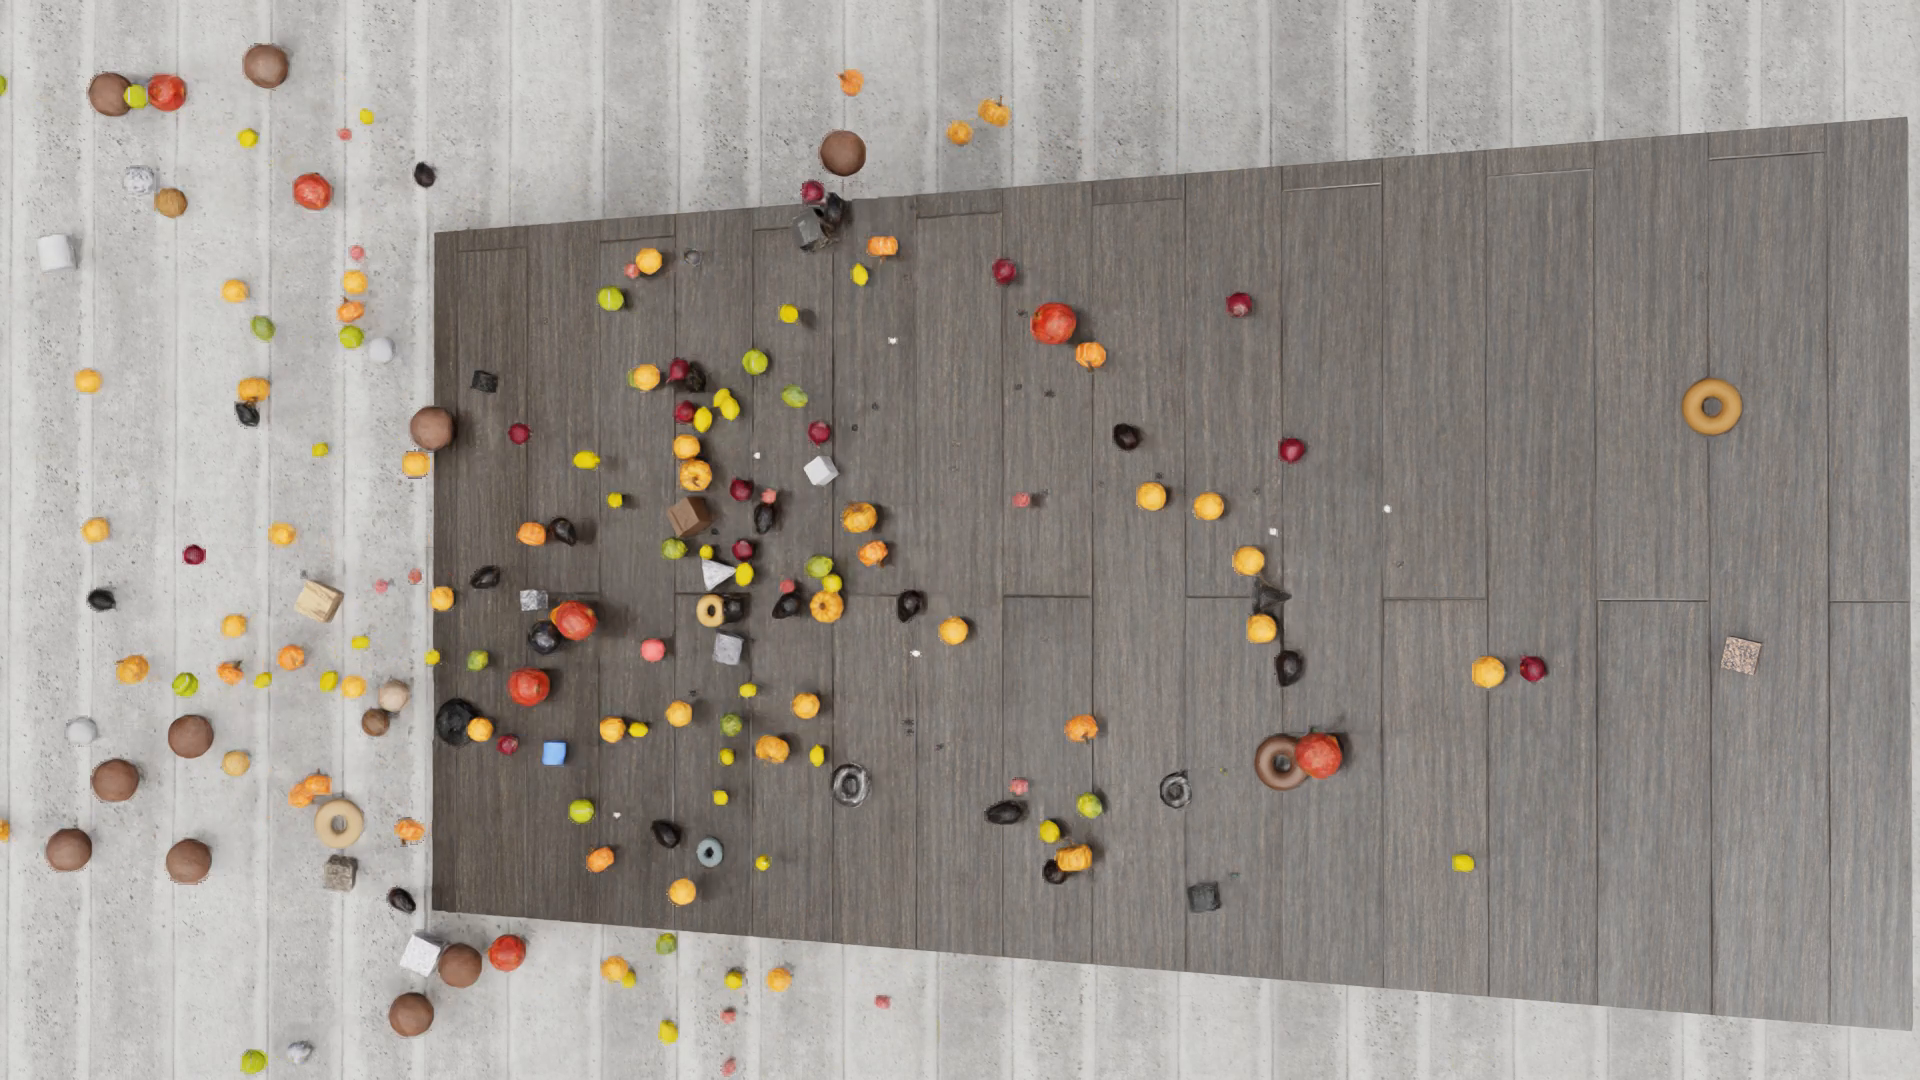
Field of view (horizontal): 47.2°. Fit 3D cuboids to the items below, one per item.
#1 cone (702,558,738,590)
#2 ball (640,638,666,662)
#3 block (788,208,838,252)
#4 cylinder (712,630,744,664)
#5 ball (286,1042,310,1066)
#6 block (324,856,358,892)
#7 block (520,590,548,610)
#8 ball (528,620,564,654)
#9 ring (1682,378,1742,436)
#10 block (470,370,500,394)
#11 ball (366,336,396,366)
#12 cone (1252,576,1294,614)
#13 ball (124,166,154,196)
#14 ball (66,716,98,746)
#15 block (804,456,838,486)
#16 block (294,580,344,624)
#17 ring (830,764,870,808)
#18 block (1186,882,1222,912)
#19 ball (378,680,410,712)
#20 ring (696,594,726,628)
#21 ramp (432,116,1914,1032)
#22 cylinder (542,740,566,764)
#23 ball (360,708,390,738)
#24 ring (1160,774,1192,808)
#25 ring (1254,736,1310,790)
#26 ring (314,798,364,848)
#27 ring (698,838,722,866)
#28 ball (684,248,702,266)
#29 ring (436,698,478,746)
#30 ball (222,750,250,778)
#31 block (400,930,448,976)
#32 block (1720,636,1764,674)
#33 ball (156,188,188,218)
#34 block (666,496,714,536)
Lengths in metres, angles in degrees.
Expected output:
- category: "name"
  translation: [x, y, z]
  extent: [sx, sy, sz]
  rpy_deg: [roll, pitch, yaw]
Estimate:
- category: "cone"
  translation: [-0.654, 0.089, 6.047]
  extent: [0.096, 0.096, 0.096]
  rpy_deg: [-9, 89, -2]
- category: "ball"
  translation: [-0.855, 0.305, 6.125]
  extent: [0.067, 0.067, 0.067]
  rpy_deg: [0, 89, 0]
- category: "block"
  translation: [-0.395, -0.834, 5.916]
  extent: [0.082, 0.082, 0.082]
  rpy_deg: [-25, 79, 23]
- category: "cylinder"
  translation: [-0.635, 0.295, 6.016]
  extent: [0.076, 0.076, 0.076]
  rpy_deg: [12, 96, 0]
- category: "ball"
  translation: [-1.965, 1.525, 6.529]
  extent: [0.067, 0.067, 0.067]
  rpy_deg: [0, 89, 0]
- category: "block"
  translation: [-1.835, 0.989, 6.517]
  extent: [0.079, 0.079, 0.079]
  rpy_deg: [9, 101, -7]
- category: "block"
  translation: [-1.221, 0.172, 6.303]
  extent: [0.054, 0.054, 0.054]
  rpy_deg: [-6, 87, 25]
- category: "ball"
  translation: [-1.179, 0.277, 6.257]
  extent: [0.099, 0.099, 0.099]
  rpy_deg: [0, 89, 0]
- category: "ring"
  translation: [1.697, -0.301, 4.964]
  extent: [0.130, 0.043, 0.130]
  rpy_deg: [0, 91, 24]
- category: "block"
  translation: [-1.379, -0.459, 6.385]
  extent: [0.051, 0.051, 0.051]
  rpy_deg: [17, 97, 24]
- category: "ball"
  translation: [-1.718, -0.562, 6.532]
  extent: [0.085, 0.085, 0.085]
  rpy_deg: [0, 89, 0]
- category: "cone"
  translation: [0.771, 0.137, 5.387]
  extent: [0.096, 0.096, 0.096]
  rpy_deg: [2, 89, -2]
- category: "ball"
  translation: [-2.446, -1.069, 6.548]
  extent: [0.088, 0.088, 0.088]
  rpy_deg: [0, 89, 0]
- category: "ball"
  translation: [-2.608, 0.568, 6.530]
  extent: [0.085, 0.085, 0.085]
  rpy_deg: [0, 89, 0]
- category: "block"
  translation: [-0.372, -0.186, 5.912]
  extent: [0.057, 0.057, 0.057]
  rpy_deg: [-36, 75, 20]
- category: "block"
  translation: [-1.902, 0.182, 6.529]
  extent: [0.095, 0.095, 0.095]
  rpy_deg: [26, 89, 1]
- category: "ring"
  translation: [-0.292, 0.655, 5.876]
  extent: [0.118, 0.039, 0.118]
  rpy_deg: [0, 90, 26]
- category: "block"
  translation: [0.605, 0.887, 5.446]
  extent: [0.060, 0.060, 0.060]
  rpy_deg: [-12, 84, 24]
- category: "ball"
  translation: [-1.670, 0.460, 6.489]
  extent: [0.096, 0.096, 0.096]
  rpy_deg: [0, 89, 0]
- category: "ring"
  translation: [-0.685, 0.195, 6.067]
  extent: [0.094, 0.031, 0.094]
  rpy_deg: [-1, 89, 25]
- category: "ramp"
  translation: [0.282, 0.082, 5.693]
  extent: [4.000, 0.100, 2.000]
  rpy_deg: [0, 89, 25]
- category: "cylinder"
  translation: [-1.156, 0.606, 6.263]
  extent: [0.062, 0.062, 0.062]
  rpy_deg: [3, 90, 0]
- category: "ball"
  translation: [-1.735, 0.542, 6.531]
  extent: [0.086, 0.086, 0.086]
  rpy_deg: [0, 89, 0]
- category: "ring"
  translation: [0.539, 0.627, 5.497]
  extent: [0.087, 0.029, 0.087]
  rpy_deg: [-1, 87, 25]
- category: "ring"
  translation: [0.787, 0.545, 5.374]
  extent: [0.137, 0.046, 0.137]
  rpy_deg: [0, 90, 24]
- category: "ring"
  translation: [-1.849, 0.844, 6.545]
  extent: [0.149, 0.050, 0.149]
  rpy_deg: [0, 91, 1]
- category: "ring"
  translation: [-0.689, 0.860, 6.064]
  extent: [0.080, 0.027, 0.080]
  rpy_deg: [0, 90, 24]
- category: "ball"
  translation: [-0.740, -0.785, 6.093]
  extent: [0.050, 0.050, 0.050]
  rpy_deg: [0, 89, 0]
- category: "ring"
  translation: [-1.469, 0.533, 6.418]
  extent: [0.139, 0.046, 0.139]
  rpy_deg: [0, 91, 25]
- category: "ball"
  translation: [-2.151, 0.664, 6.532]
  extent: [0.081, 0.081, 0.081]
  rpy_deg: [0, 89, 0]
- category: "block"
  translation: [-1.589, 1.226, 6.519]
  extent: [0.093, 0.093, 0.093]
  rpy_deg: [25, 89, 0]
- category: "block"
  translation: [1.749, 0.257, 4.918]
  extent: [0.071, 0.071, 0.071]
  rpy_deg: [14, 95, 24]
- category: "ball"
  translation: [-2.348, -1.004, 6.546]
  extent: [0.090, 0.090, 0.090]
  rpy_deg: [0, 89, 0]
- category: "block"
  translation: [-0.746, -0.064, 6.071]
  extent: [0.080, 0.080, 0.080]
  rpy_deg: [-34, 76, 21]
